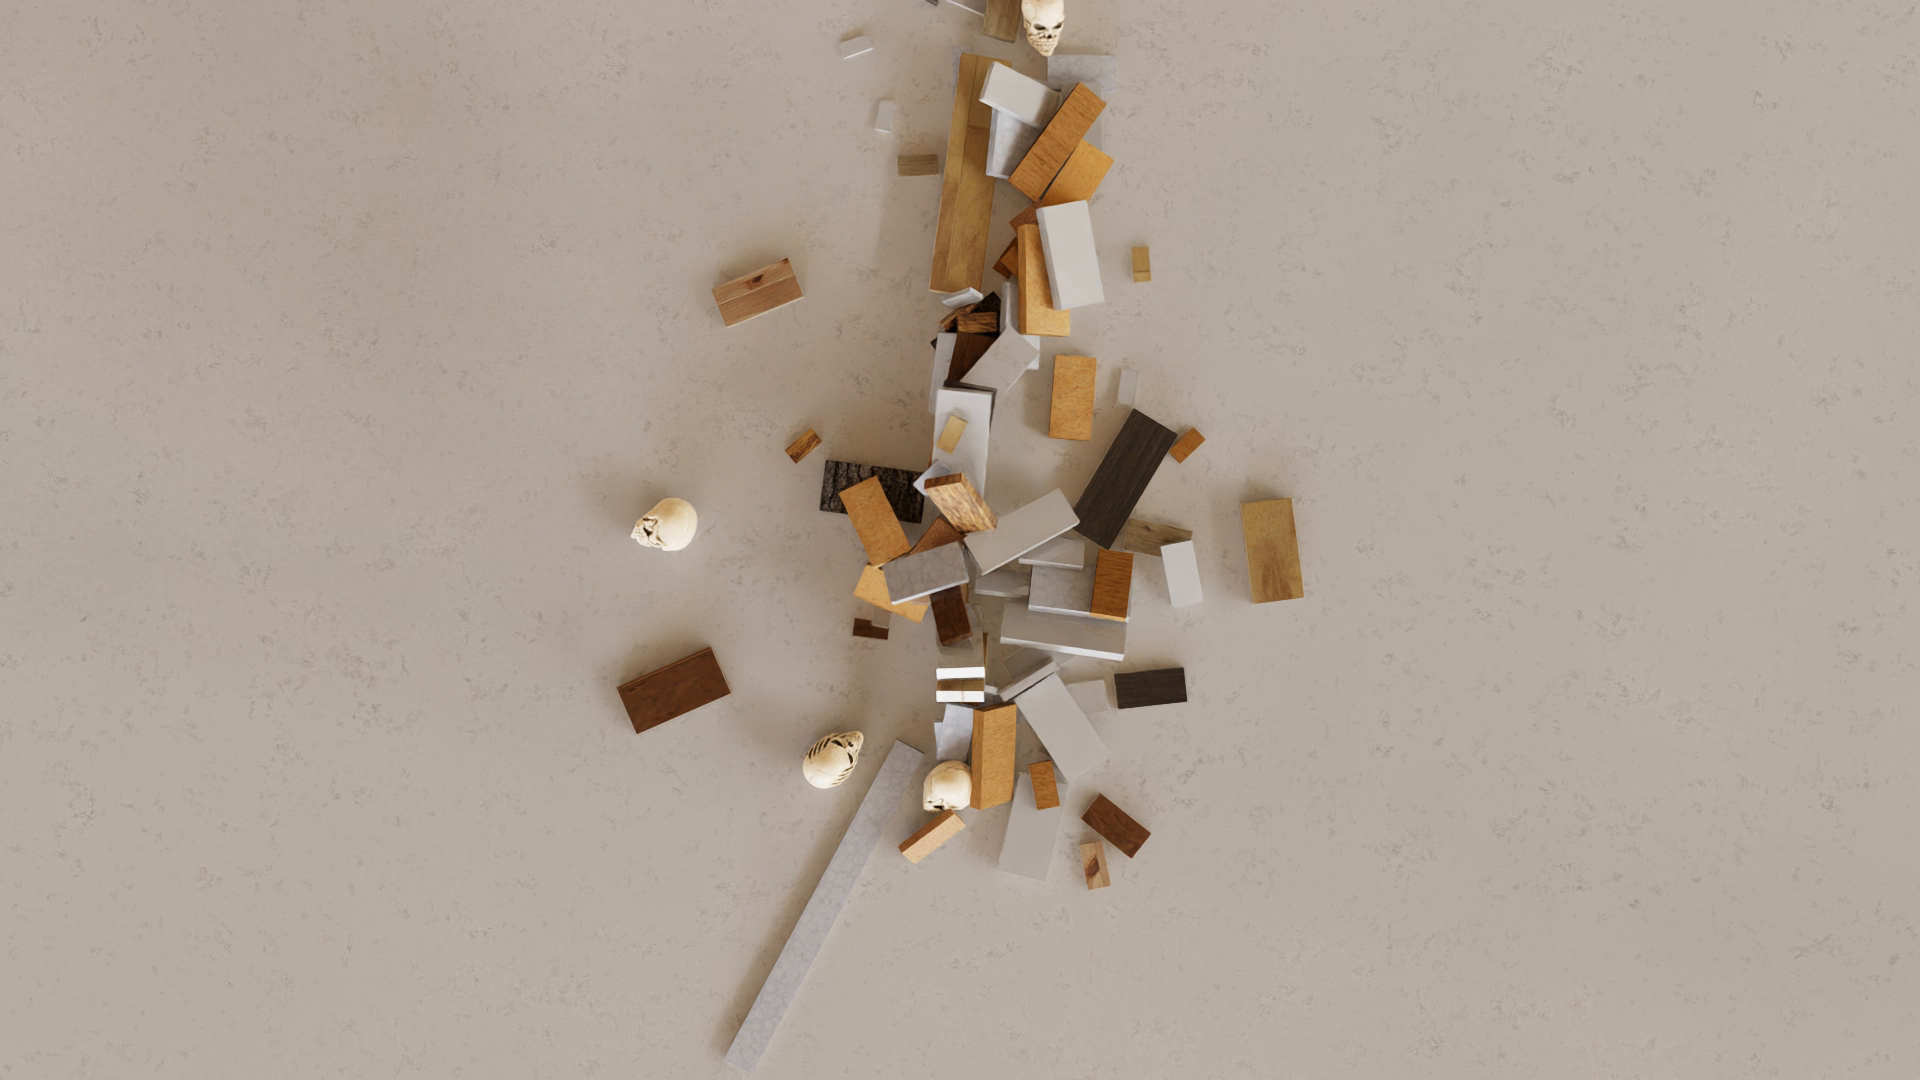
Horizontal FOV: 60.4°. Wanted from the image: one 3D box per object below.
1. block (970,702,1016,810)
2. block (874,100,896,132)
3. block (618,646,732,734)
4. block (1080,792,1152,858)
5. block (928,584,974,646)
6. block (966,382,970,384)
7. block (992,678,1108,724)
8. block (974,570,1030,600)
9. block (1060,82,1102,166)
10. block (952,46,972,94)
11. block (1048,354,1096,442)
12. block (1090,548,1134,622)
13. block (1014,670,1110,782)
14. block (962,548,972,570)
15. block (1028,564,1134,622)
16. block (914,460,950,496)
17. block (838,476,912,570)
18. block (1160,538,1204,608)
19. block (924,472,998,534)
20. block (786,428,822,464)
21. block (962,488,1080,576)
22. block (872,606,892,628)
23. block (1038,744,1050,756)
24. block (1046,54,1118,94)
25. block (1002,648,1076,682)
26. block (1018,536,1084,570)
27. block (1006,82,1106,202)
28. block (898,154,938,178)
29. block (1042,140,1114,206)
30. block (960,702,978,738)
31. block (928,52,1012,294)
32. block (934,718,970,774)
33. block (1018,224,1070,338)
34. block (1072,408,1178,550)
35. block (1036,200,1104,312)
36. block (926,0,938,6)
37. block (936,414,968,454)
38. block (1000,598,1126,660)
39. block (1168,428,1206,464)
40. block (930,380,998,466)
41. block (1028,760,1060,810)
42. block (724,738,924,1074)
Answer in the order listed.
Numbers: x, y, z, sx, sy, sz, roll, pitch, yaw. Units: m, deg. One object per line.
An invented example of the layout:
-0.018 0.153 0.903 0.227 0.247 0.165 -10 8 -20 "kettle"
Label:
0.109 0.705 5.399 0.046 0.164 0.328 9 101 41 "block"
-0.249 -1.412 5.493 0.050 0.014 0.100 13 90 0 "block"
-0.947 0.497 5.476 0.339 0.048 0.170 -24 90 0 "block"
0.518 0.949 5.485 0.214 0.030 0.107 38 90 0 "block"
-0.031 0.231 5.306 0.104 0.030 0.209 -20 57 9 "block"
0.014 -0.376 5.296 0.059 0.017 0.261 -2 106 8 "block"
0.299 0.541 5.485 0.375 0.030 0.104 -8 90 0 "block"
0.142 0.143 5.463 0.179 0.025 0.090 6 54 0 "block"
0.403 -1.367 5.464 0.130 0.037 0.281 -2 97 0 "block"
0.012 -1.416 5.491 0.067 0.019 0.452 -1 90 0 "block"
0.374 -0.472 5.481 0.137 0.039 0.275 5 90 0 "block"
0.499 0.148 5.414 0.116 0.033 0.231 9 66 1 "block"
0.335 0.614 5.448 0.164 0.046 0.328 -33 92 1 "block"
-0.022 0.113 5.401 0.090 0.025 0.179 14 106 0 "block"
0.398 0.167 5.444 0.334 0.047 0.167 7 66 0 "block"
-0.090 -0.197 5.244 0.057 0.016 0.114 44 106 -7 "block"
-0.277 -0.058 5.405 0.137 0.039 0.274 -26 79 -2 "block"
0.735 0.109 5.462 0.105 0.030 0.211 -12 100 5 "block"
0.004 -0.114 5.261 0.131 0.263 0.037 -9 53 26 "block"
-0.520 -0.313 5.492 0.116 0.016 0.058 -40 90 0 "block"
0.199 -0.027 5.390 0.372 0.037 0.131 -28 77 -15 "block"
-0.255 0.231 5.482 0.059 0.017 0.117 11 80 0 "block"
0.346 0.696 5.489 0.152 0.022 0.076 22 90 0 "block"
0.405 -1.551 5.484 0.231 0.033 0.116 1 90 0 "block"
0.269 0.389 5.484 0.231 0.033 0.116 -33 90 0 "block"
0.304 0.037 5.459 0.211 0.030 0.105 7 58 0 "block"
0.317 -1.304 5.409 0.116 0.033 0.397 36 89 -13 "block"
-0.139 -1.245 5.491 0.134 0.019 0.067 -2 90 0 "block"
0.384 -1.179 5.454 0.130 0.037 0.259 32 99 -6 "block"
0.004 0.568 5.422 0.099 0.028 0.197 11 133 0 "block"
0.033 -1.203 5.455 0.168 0.048 0.790 8 89 -8 "block"
-0.027 0.678 5.443 0.099 0.028 0.197 -4 115 3 "block"
0.277 -0.853 5.437 0.169 0.048 0.355 0 90 -30 "block"
0.533 -0.201 5.476 0.170 0.048 0.447 31 90 0 "block"
0.363 -0.934 5.417 0.168 0.048 0.336 -16 100 -25 "block"
-0.118 -1.808 5.475 0.100 0.050 0.014 27 90 0 "block"
-0.026 -0.333 5.196 0.057 0.016 0.114 27 108 -2 "block"
0.344 0.285 5.437 0.405 0.047 0.167 8 61 1 "block"
0.755 -0.315 5.492 0.116 0.016 0.058 -44 90 0 "block"
0.008 -0.331 5.277 0.169 0.048 0.338 10 107 4 "block"
0.278 0.809 5.443 0.076 0.022 0.152 -11 90 0 "block"
-0.450 1.217 5.485 0.107 0.030 1.207 28 90 0 "block"
